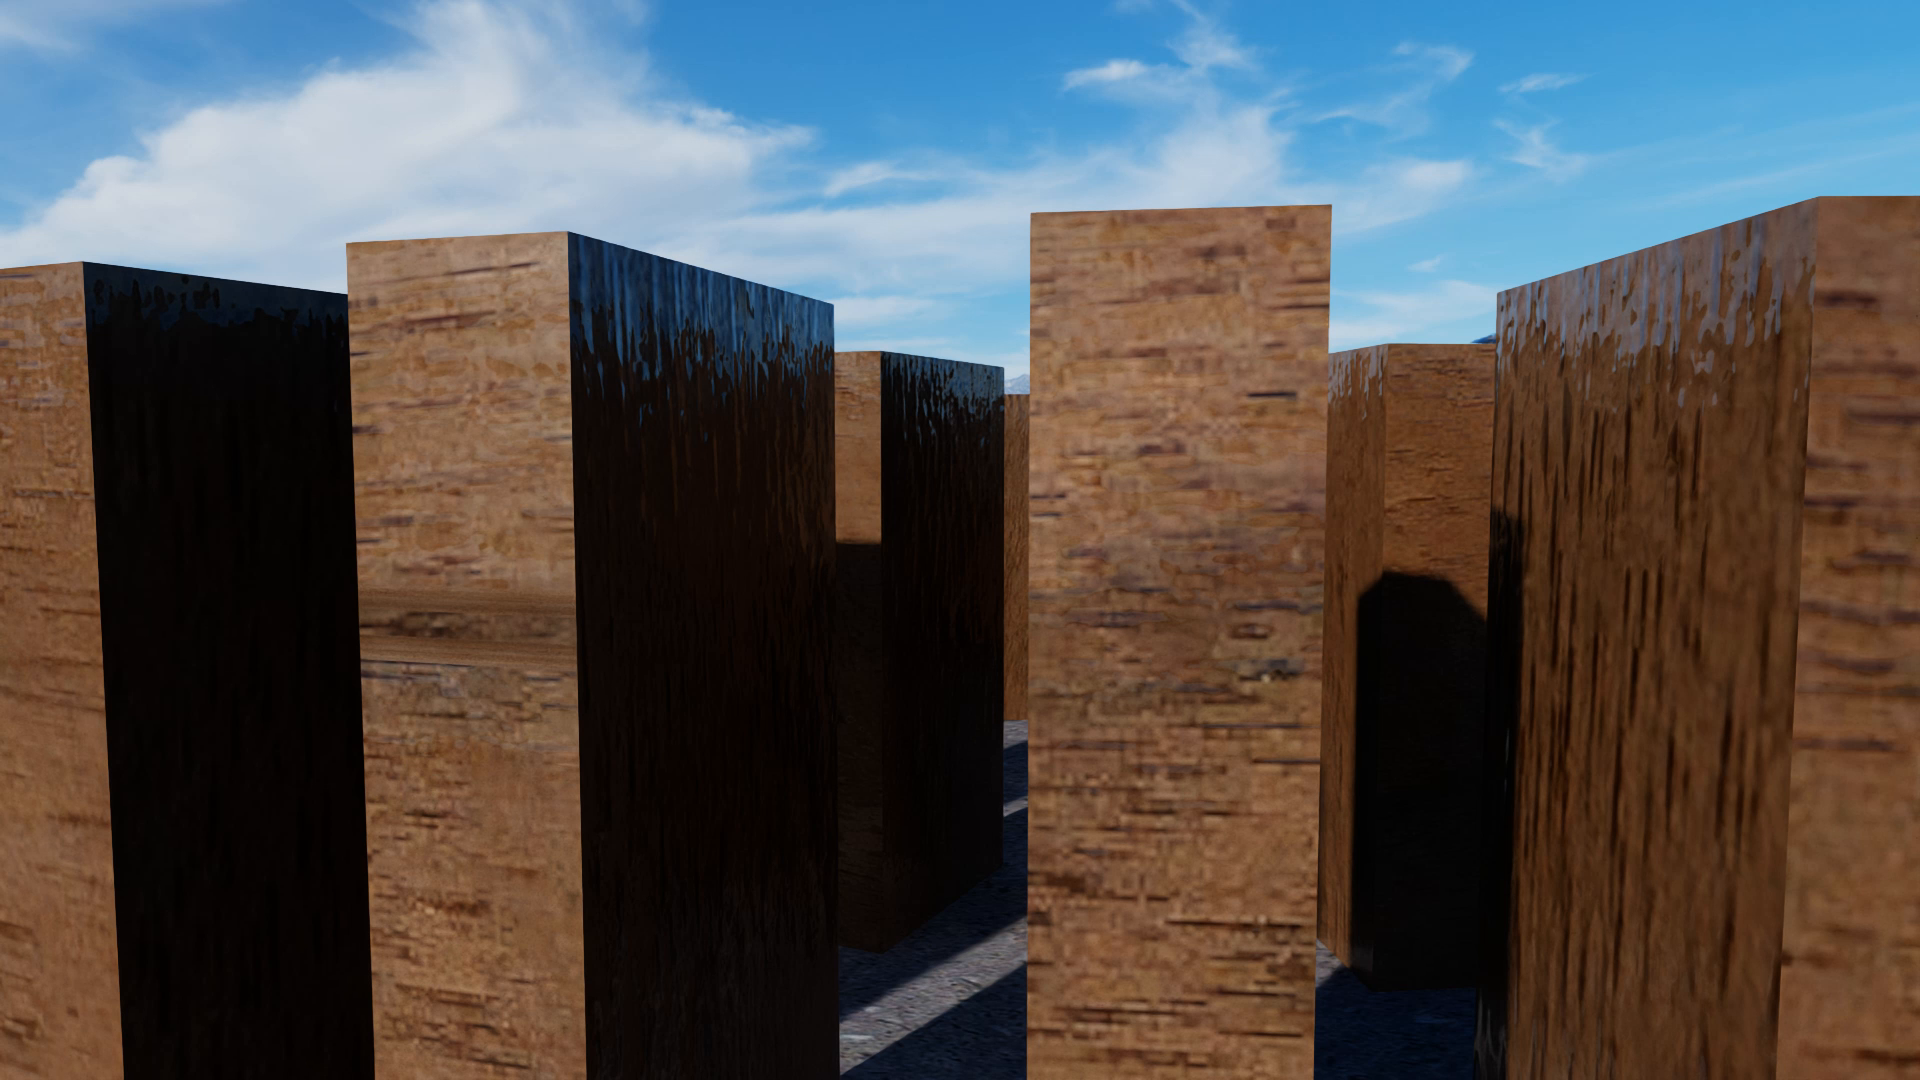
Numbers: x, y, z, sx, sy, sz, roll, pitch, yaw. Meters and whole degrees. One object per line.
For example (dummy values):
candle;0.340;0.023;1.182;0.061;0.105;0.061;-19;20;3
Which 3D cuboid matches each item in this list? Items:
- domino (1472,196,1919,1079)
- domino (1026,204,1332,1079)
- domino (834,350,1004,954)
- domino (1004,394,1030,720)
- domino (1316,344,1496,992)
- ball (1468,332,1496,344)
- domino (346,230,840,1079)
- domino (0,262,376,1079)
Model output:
domino;0.031;0.014;0.053;0.010;0.050;0.025;0;4;2
domino;0.009;0.013;0.055;0.010;0.050;0.025;1;4;9
domino;-0.005;0.009;0.119;0.009;0.050;0.025;2;5;25
domino;0.000;0.002;0.201;0.025;0.050;0.010;0;4;0
domino;0.035;0.009;0.111;0.010;0.050;0.025;0;4;-6
ball;0.185;-0.029;0.418;0.080;0.080;0.080;0;4;0
domino;-0.015;0.013;0.060;0.009;0.050;0.025;1;4;16
domino;-0.035;0.012;0.068;0.010;0.050;0.025;2;5;24
